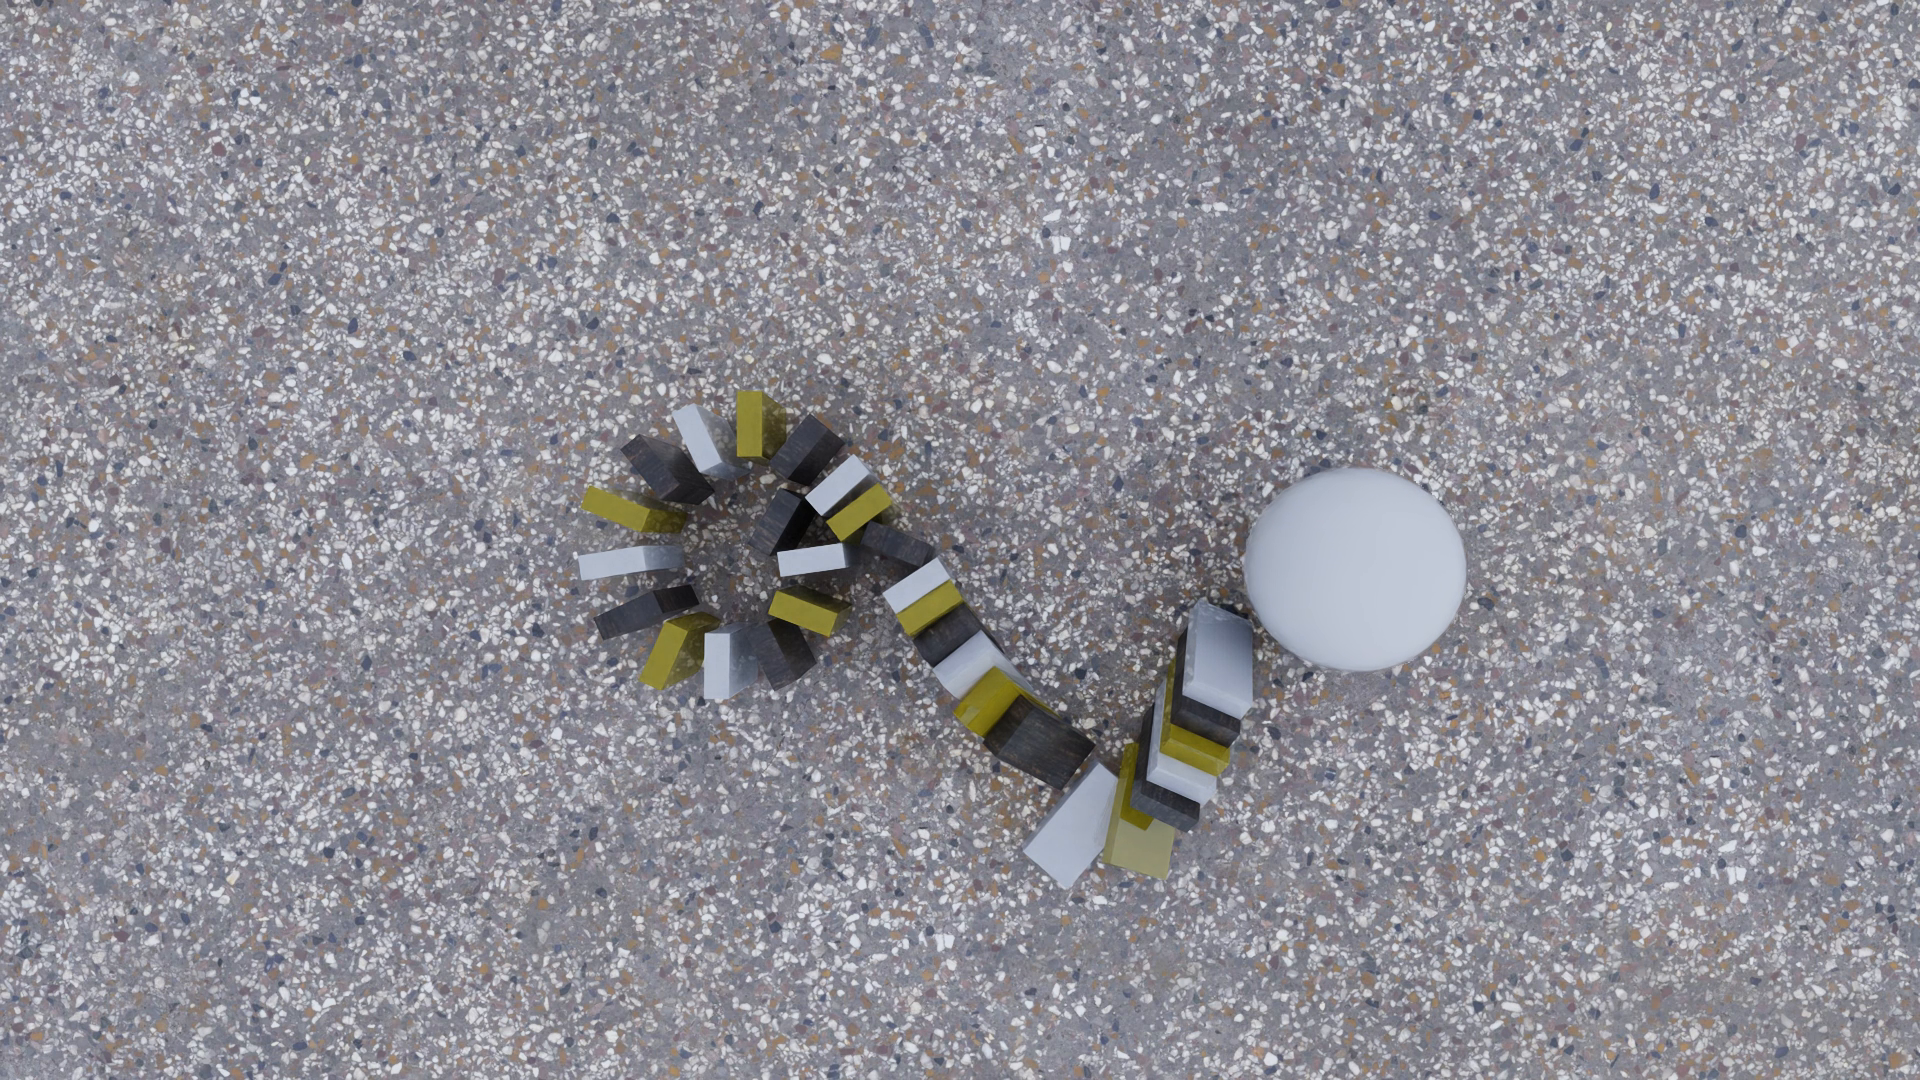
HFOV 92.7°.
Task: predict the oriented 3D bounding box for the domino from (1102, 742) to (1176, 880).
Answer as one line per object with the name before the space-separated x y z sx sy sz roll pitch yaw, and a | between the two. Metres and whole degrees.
domino | 0.078 0.113 0.385 0.025 0.010 0.050 19 70 -8

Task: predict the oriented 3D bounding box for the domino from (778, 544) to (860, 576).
domino | -0.057 0.008 0.375 0.025 0.050 0.009 -8 90 0

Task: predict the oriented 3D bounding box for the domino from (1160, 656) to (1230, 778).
domino | 0.098 0.071 0.378 0.025 0.050 0.009 24 129 0

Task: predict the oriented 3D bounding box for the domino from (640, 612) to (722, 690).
domino | -0.113 0.044 0.375 0.010 0.050 0.025 24 90 0

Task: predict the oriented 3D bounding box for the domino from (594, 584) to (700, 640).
domino | -0.127 0.029 0.375 0.025 0.050 0.010 -25 90 0

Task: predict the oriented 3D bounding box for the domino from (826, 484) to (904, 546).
domino | -0.038 -0.010 0.375 0.025 0.050 0.009 -37 87 0

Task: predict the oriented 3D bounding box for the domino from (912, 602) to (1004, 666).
domino | 0.000 0.044 0.376 0.025 0.050 0.010 -36 64 0

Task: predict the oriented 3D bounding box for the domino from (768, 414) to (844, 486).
domino | -0.062 -0.036 0.375 0.009 0.050 0.025 40 90 0

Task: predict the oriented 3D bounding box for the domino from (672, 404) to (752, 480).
domino | -0.101 -0.039 0.375 0.010 0.050 0.025 -25 90 0

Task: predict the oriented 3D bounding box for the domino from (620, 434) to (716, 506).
domino | -0.118 -0.028 0.375 0.009 0.050 0.025 -39 90 0

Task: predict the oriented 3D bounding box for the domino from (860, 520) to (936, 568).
domino | -0.024 0.003 0.374 0.025 0.050 0.010 22 88 2

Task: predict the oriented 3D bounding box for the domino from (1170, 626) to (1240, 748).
domino | 0.102 0.059 0.378 0.025 0.050 0.010 24 129 0

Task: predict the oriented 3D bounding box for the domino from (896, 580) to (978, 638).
domino | -0.008 0.031 0.375 0.025 0.050 0.010 -33 76 0

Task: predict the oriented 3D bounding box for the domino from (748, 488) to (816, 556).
domino | -0.071 -0.007 0.375 0.009 0.050 0.025 30 90 0

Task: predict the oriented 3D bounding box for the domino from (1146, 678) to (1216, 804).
domino | 0.092 0.082 0.378 0.025 0.050 0.009 24 129 0

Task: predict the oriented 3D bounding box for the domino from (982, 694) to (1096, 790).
domino | 0.034 0.085 0.380 0.025 0.010 0.050 -52 132 0

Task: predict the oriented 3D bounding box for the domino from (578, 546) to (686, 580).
domino | -0.133 0.009 0.375 0.025 0.050 0.009 -9 90 0

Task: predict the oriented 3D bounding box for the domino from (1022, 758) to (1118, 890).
domino | 0.053 0.122 0.395 0.025 0.009 0.050 41 90 0

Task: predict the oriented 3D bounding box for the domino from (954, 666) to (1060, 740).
domino | 0.021 0.073 0.379 0.025 0.050 0.010 -48 46 0

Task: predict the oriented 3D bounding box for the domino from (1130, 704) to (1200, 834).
domino | 0.086 0.093 0.378 0.025 0.050 0.009 25 129 0

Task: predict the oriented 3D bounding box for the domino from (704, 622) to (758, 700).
domino | -0.093 0.048 0.375 0.009 0.050 0.025 1 90 0

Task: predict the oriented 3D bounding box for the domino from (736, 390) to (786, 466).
domino | -0.080 -0.044 0.375 0.009 0.050 0.025 0 90 0

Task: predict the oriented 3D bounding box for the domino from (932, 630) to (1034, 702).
domino | 0.010 0.058 0.377 0.025 0.050 0.010 -39 53 0

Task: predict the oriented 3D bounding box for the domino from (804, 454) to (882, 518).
domino | -0.047 -0.021 0.375 0.025 0.050 0.010 -42 90 0

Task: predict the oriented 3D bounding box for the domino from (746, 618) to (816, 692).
domino | -0.072 0.045 0.375 0.010 0.050 0.025 -27 90 0

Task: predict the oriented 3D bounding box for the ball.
ball | 0.153 0.011 0.360 0.080 0.080 0.080 0 90 0

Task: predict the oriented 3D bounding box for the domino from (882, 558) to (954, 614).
domino | -0.016 0.018 0.375 0.025 0.050 0.009 -33 87 0

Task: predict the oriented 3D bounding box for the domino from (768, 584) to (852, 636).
domino | -0.060 0.028 0.375 0.025 0.050 0.010 21 90 0

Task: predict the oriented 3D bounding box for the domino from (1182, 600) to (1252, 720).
domino | 0.107 0.048 0.378 0.025 0.050 0.009 24 129 0

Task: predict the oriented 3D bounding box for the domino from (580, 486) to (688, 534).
domino | -0.132 -0.012 0.375 0.025 0.050 0.009 22 90 0
